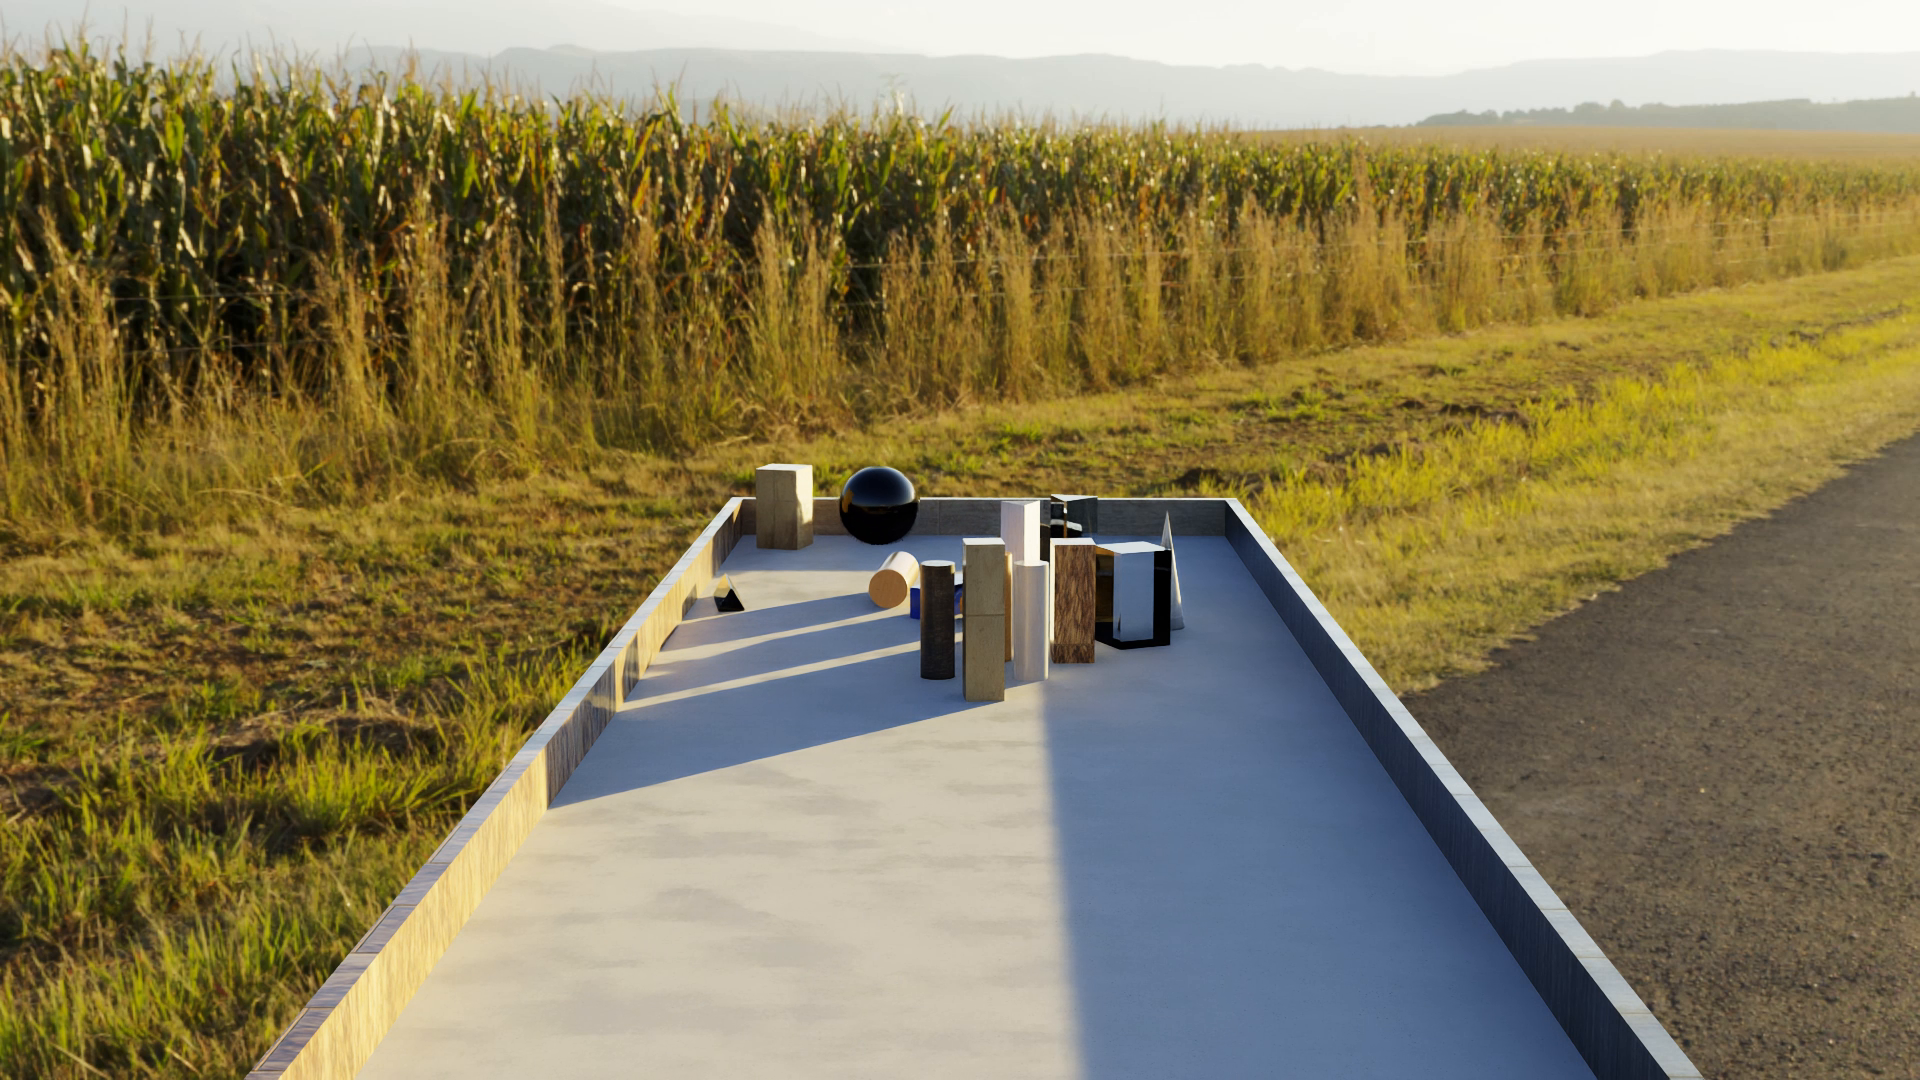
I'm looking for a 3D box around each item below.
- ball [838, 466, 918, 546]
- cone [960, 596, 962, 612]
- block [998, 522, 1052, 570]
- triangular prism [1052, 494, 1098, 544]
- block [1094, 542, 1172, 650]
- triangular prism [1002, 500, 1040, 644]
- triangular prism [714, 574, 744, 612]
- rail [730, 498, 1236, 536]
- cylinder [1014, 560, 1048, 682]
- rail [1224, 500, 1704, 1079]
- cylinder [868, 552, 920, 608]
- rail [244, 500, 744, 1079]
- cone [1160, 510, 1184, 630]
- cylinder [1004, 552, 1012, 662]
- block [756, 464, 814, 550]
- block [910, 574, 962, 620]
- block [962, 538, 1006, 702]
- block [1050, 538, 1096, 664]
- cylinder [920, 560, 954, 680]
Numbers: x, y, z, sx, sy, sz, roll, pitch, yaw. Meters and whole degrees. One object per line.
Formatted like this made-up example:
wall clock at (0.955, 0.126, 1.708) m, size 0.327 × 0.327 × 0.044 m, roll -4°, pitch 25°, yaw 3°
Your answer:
ball at (-0.328, -0.140, 8.867) m, size 0.321 × 0.321 × 0.321 m, roll 0°, pitch 9°, yaw 0°
cone at (0.055, 0.110, 7.462) m, size 0.127 × 0.127 × 0.443 m, roll 0°, pitch 28°, yaw -2°
block at (0.201, 0.083, 7.414) m, size 0.152 × 0.304 × 0.152 m, roll 16°, pitch 3°, yaw -21°
triangular prism at (0.347, 0.069, 7.207) m, size 0.155 × 0.427 × 0.134 m, roll -9°, pitch 12°, yaw -44°
block at (0.544, 0.174, 6.940) m, size 0.178 × 0.305 × 0.178 m, roll -4°, pitch 10°, yaw -24°
triangular prism at (0.207, 0.101, 6.943) m, size 0.104 × 0.447 × 0.120 m, roll -6°, pitch 11°, yaw -34°
triangular prism at (-0.802, 0.179, 7.619) m, size 0.090 × 0.078 × 0.302 m, roll -1°, pitch 9°, yaw -10°
rail at (0.099, -0.098, 9.147) m, size 2.100 × 0.150 × 0.050 m, roll 0°, pitch 9°, yaw 1°
cylinder at (0.208, 0.236, 6.429) m, size 0.101 × 0.342 × 0.101 m, roll 0°, pitch 9°, yaw 0°
rail at (1.046, 0.843, 3.208) m, size 0.050 × 0.150 × 12.000 m, roll 0°, pitch 9°, yaw 1°
cylinder at (-0.230, 0.137, 7.714) m, size 0.134 × 0.134 × 0.382 m, roll 1°, pitch 9°, yaw 5°
rail at (-1.004, 0.839, 3.234) m, size 0.050 × 0.150 × 12.000 m, roll 0°, pitch 9°, yaw 1°
cone at (0.674, 0.093, 7.180) m, size 0.127 × 0.389 × 0.127 m, roll 0°, pitch 9°, yaw 0°
cylinder at (0.094, 0.202, 6.686) m, size 0.127 × 0.327 × 0.127 m, roll 0°, pitch 9°, yaw 0°
block at (-0.705, -0.135, 8.837) m, size 0.175 × 0.320 × 0.175 m, roll 3°, pitch 9°, yaw 17°
block at (-0.040, 0.194, 7.453) m, size 0.105 × 0.105 × 0.311 m, roll 6°, pitch 11°, yaw 32°
block at (0.066, 0.223, 6.176) m, size 0.109 × 0.445 × 0.109 m, roll -1°, pitch 9°, yaw -5°
block at (0.342, 0.184, 6.687) m, size 0.124 × 0.364 × 0.124 m, roll 0°, pitch 9°, yaw -3°
cylinder at (-0.066, 0.235, 6.450) m, size 0.102 × 0.338 × 0.102 m, roll 0°, pitch 9°, yaw 0°
